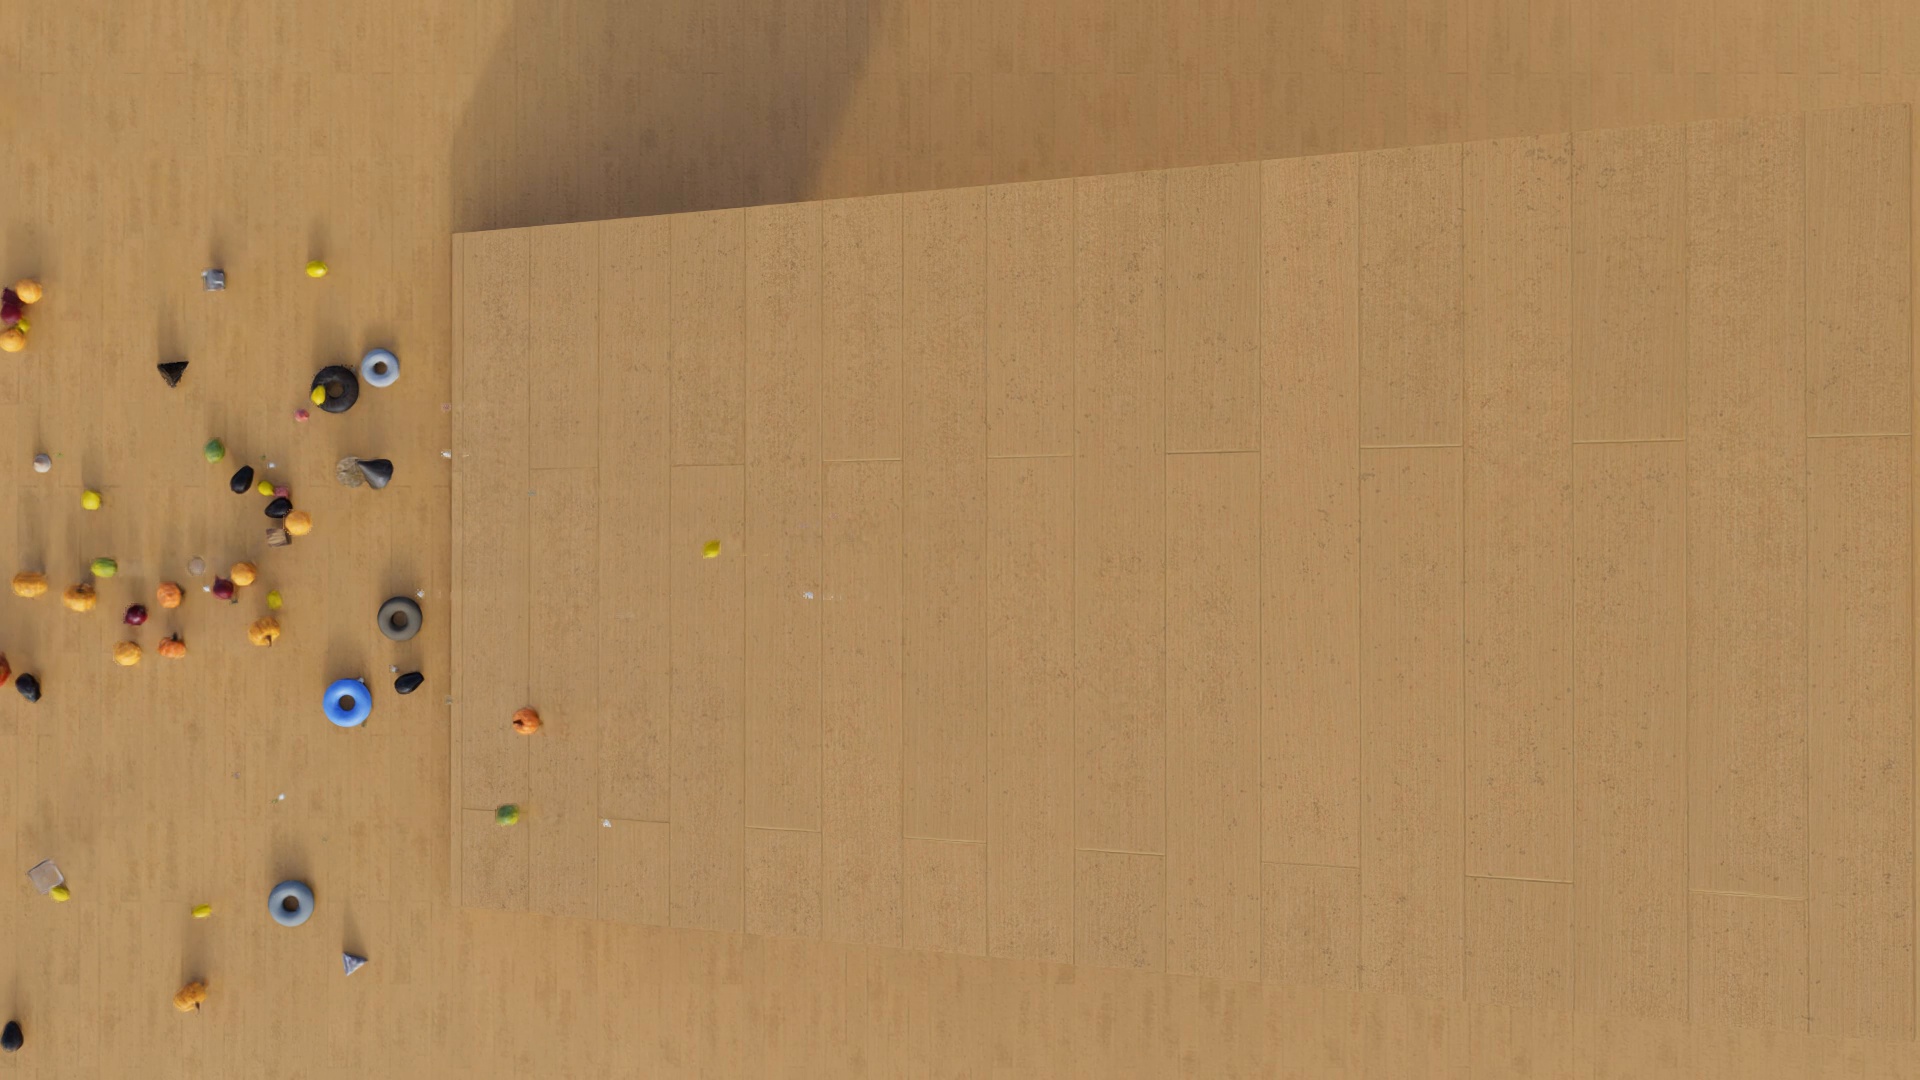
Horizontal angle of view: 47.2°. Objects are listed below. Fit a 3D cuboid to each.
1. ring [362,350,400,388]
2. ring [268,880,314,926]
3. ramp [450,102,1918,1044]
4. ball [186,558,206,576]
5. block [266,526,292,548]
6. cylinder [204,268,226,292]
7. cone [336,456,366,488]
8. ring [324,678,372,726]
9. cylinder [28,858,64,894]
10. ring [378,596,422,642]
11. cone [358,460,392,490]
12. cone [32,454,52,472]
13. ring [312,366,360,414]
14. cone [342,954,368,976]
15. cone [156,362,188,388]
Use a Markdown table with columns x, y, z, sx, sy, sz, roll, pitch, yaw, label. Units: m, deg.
| x | y | z | sx | sy | sz | roll | pitch | yaw | label |
| --- | --- | --- | --- | --- | --- | --- | --- | --- | --- |
| -1.744 | -0.517 | 6.621 | 0.116 | 0.039 | 0.116 | 0 | 90 | -1 | ring |
| -2.007 | 1.091 | 6.601 | 0.139 | 0.046 | 0.139 | 0 | 88 | 0 | ring |
| 0.276 | 0.078 | 5.651 | 4.000 | 0.100 | 2.000 | 0 | 89 | 28 | ramp |
| -2.294 | 0.080 | 6.606 | 0.056 | 0.056 | 0.056 | 0 | 89 | 0 | ball |
| -2.046 | -0.009 | 6.608 | 0.055 | 0.055 | 0.055 | -9 | 89 | 0 | block |
| -2.241 | -0.781 | 6.614 | 0.059 | 0.059 | 0.059 | -8 | 89 | 0 | cylinder |
| -1.837 | -0.205 | 6.589 | 0.096 | 0.096 | 0.096 | 0 | 89 | 0 | cone |
| -1.841 | 0.489 | 6.606 | 0.145 | 0.048 | 0.145 | 0 | 90 | -1 | ring |
| -2.738 | 1.008 | 6.586 | 0.076 | 0.076 | 0.076 | -35 | 89 | 0 | cylinder |
| -1.684 | 0.237 | 6.610 | 0.135 | 0.045 | 0.135 | 0 | 88 | -1 | ring |
| -1.766 | -0.214 | 6.567 | 0.100 | 0.100 | 0.100 | -12 | 64 | 27 | cone |
| -2.770 | -0.232 | 6.608 | 0.058 | 0.058 | 0.058 | 0 | 89 | 0 | cone |
| -1.880 | -0.453 | 6.616 | 0.143 | 0.048 | 0.143 | 0 | 90 | -1 | ring |
| -1.811 | 1.270 | 6.606 | 0.071 | 0.071 | 0.071 | -7 | 89 | -27 | cone |
| -2.356 | -0.516 | 6.621 | 0.085 | 0.085 | 0.085 | -39 | 89 | -27 | cone |
